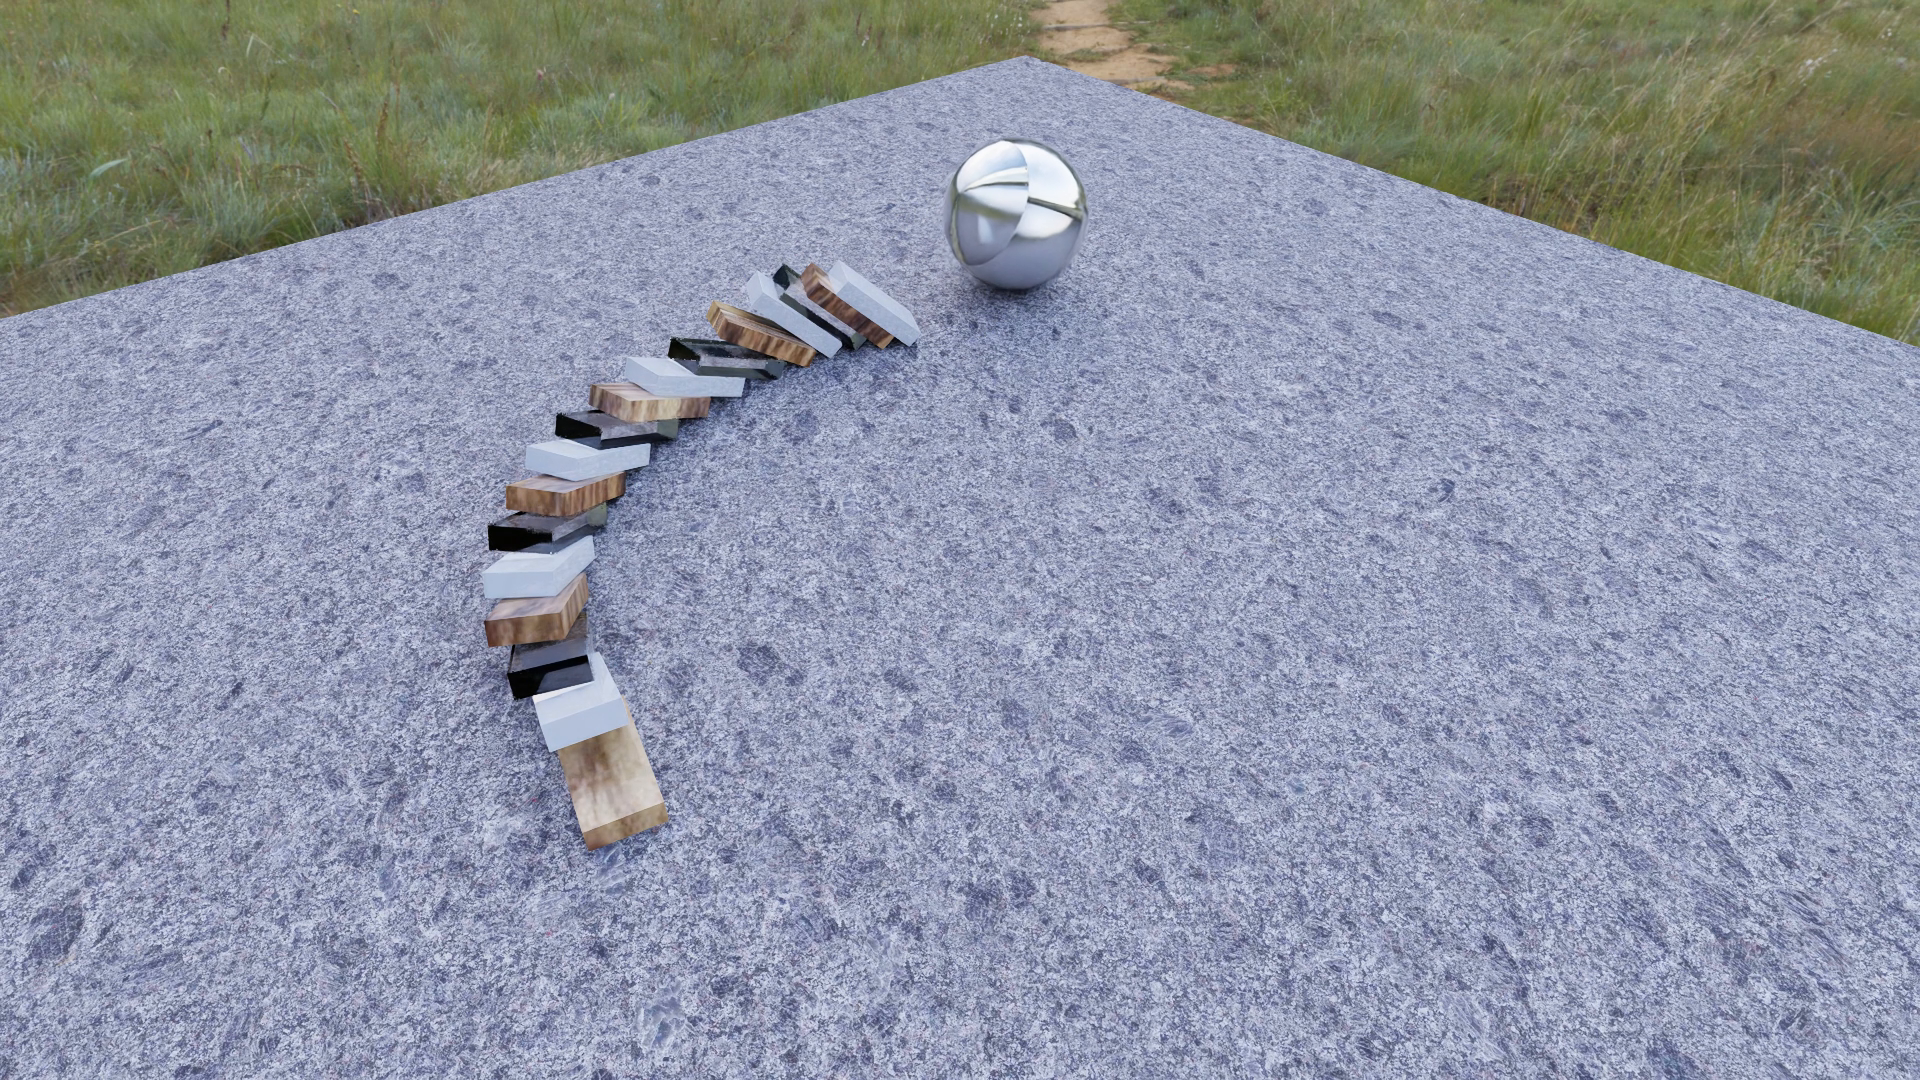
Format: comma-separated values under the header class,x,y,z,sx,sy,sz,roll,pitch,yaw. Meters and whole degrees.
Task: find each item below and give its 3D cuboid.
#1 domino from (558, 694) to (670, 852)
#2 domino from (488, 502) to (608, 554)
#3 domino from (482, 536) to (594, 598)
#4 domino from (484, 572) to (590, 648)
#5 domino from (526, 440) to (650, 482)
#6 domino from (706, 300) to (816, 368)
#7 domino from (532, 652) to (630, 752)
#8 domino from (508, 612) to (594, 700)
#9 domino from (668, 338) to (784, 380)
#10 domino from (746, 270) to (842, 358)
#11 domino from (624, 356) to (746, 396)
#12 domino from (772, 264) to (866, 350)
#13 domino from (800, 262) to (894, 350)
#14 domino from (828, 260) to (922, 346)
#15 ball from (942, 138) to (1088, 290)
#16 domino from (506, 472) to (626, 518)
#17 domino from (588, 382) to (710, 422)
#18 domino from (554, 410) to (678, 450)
class,x,y,z,sx,sy,sz,roll,pitch,yaw
domino,-0.113,0.074,0.354,0.025,0.010,0.050,-18,43,-21
domino,-0.162,-0.006,0.434,0.025,0.010,0.050,4,14,5
domino,-0.158,0.010,0.416,0.025,0.010,0.050,-2,15,-2
domino,-0.152,0.025,0.398,0.025,0.010,0.050,-6,15,-8
domino,-0.158,-0.036,0.471,0.025,0.009,0.050,14,16,17
domino,-0.099,-0.103,0.549,0.050,0.009,0.025,13,27,-39
domino,-0.127,0.052,0.364,0.025,0.009,0.050,-18,19,-21
domino,-0.141,0.039,0.380,0.025,0.009,0.050,-13,17,-15
domino,-0.113,-0.088,0.535,0.025,0.010,0.050,34,25,34
domino,-0.084,-0.114,0.558,0.050,0.010,0.025,31,23,-35
domino,-0.130,-0.077,0.521,0.025,0.009,0.050,30,23,33
domino,-0.072,-0.119,0.563,0.050,0.009,0.025,31,23,-35
domino,-0.058,-0.120,0.565,0.050,0.010,0.025,30,23,-35
domino,-0.044,-0.122,0.567,0.050,0.009,0.025,30,23,-35
ball,0.030,-0.179,0.606,0.080,0.080,0.080,0,39,0
domino,-0.161,-0.021,0.453,0.025,0.009,0.050,7,14,9
domino,-0.142,-0.064,0.505,0.025,0.009,0.050,24,20,26
domino,-0.152,-0.050,0.489,0.025,0.010,0.050,18,17,21
